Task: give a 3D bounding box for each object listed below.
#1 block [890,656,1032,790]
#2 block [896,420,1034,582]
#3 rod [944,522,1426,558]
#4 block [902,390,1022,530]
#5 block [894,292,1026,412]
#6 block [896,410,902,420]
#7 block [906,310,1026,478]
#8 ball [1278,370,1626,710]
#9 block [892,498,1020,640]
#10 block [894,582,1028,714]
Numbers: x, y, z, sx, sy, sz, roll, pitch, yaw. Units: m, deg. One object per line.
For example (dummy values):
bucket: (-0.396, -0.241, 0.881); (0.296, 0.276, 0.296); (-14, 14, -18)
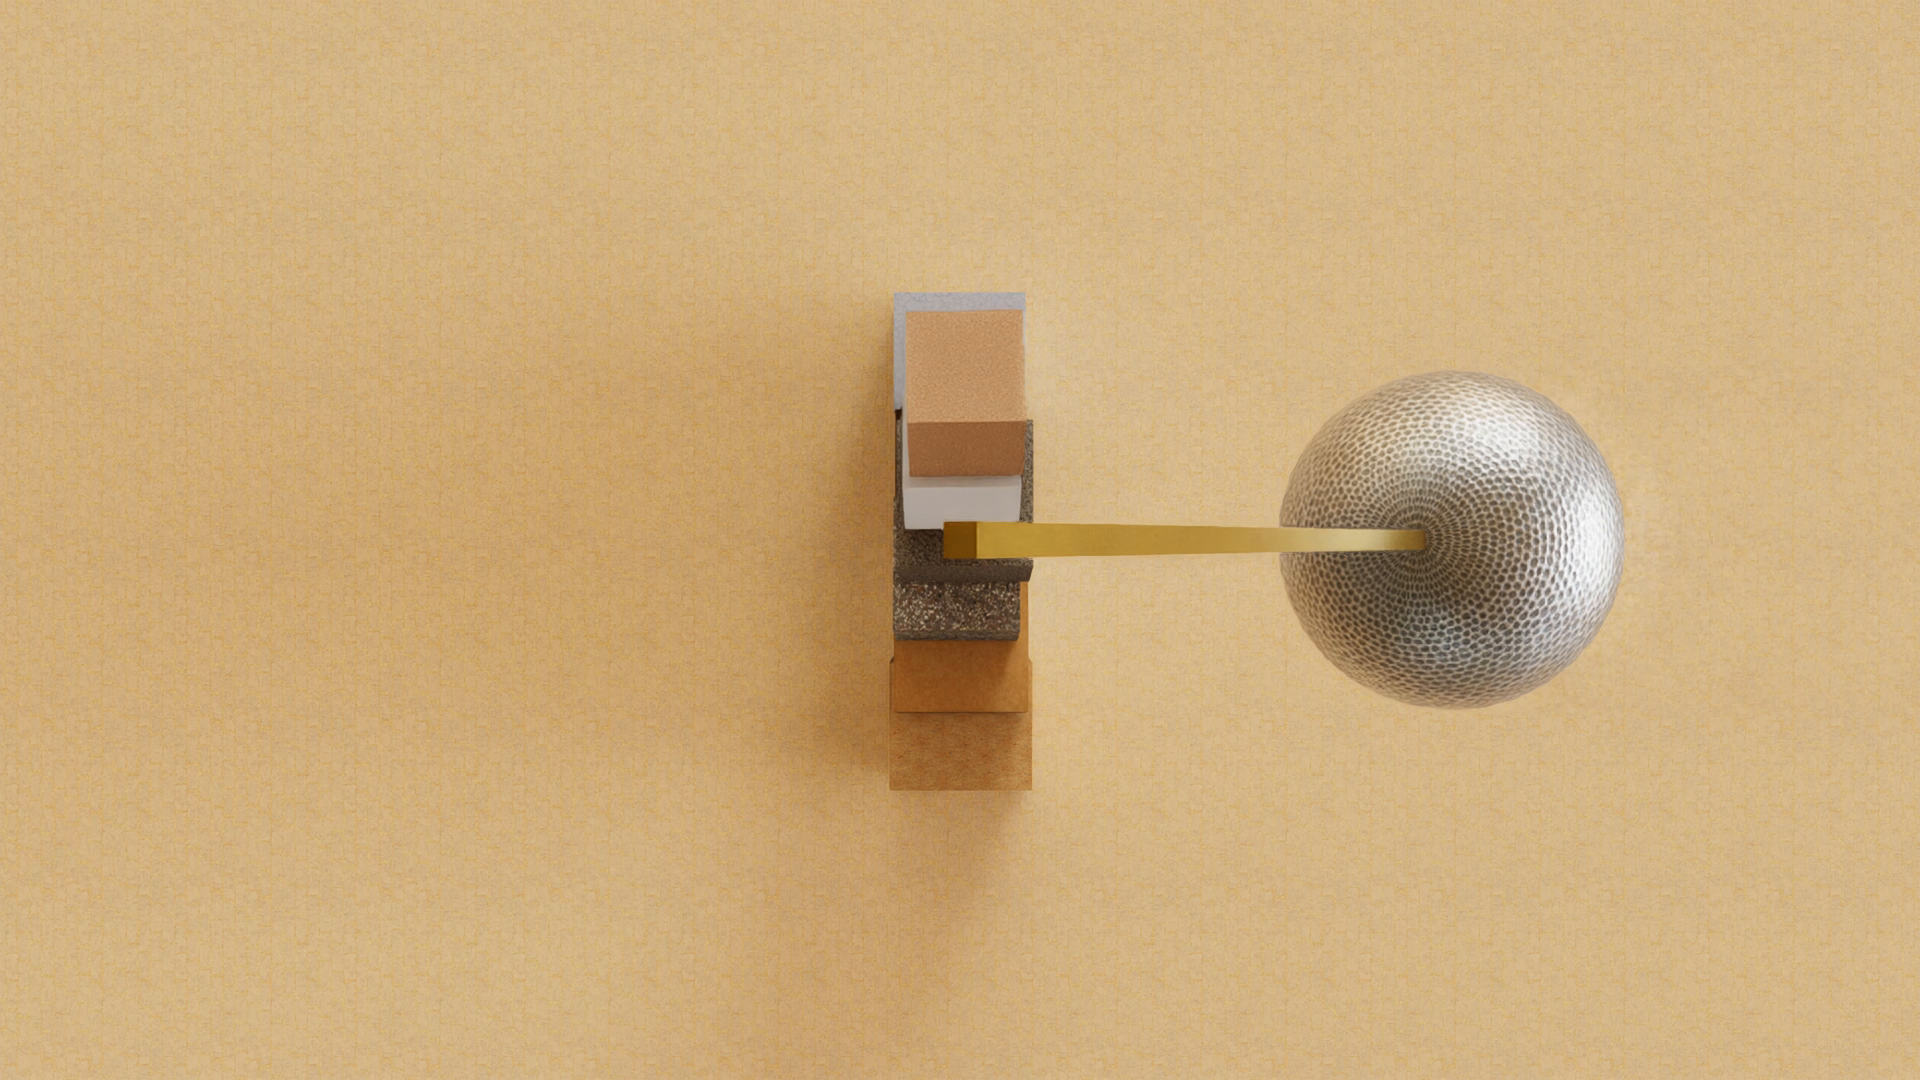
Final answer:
block: (0.004, 1.040, 12.629); (0.796, 0.741, 0.713); (0, 90, 0)
block: (0.023, -0.181, 10.667); (0.644, 0.649, 0.696); (0, 83, 0)
rod: (0.994, 0.000, 7.183); (0.080, 5.200, 0.080); (0, 90, 22)
block: (0.006, -0.370, 10.080); (0.528, 0.440, 0.497); (-1, 65, 0)
block: (-0.002, -1.067, 12.703); (0.744, 0.594, 0.661); (0, 90, 0)
block: (-0.016, -0.369, 12.593); (0.685, 0.813, 0.713); (0, 90, 0)
block: (0.024, -0.640, 9.674); (0.507, 0.523, 0.542); (-1, 65, 0)
ball: (2.295, 0.000, 10.324); (1.600, 1.600, 1.600); (0, 90, 0)
block: (-0.016, 0.158, 11.275); (0.633, 0.643, 0.665); (0, 83, 0)
block: (0.007, 0.578, 11.915); (0.708, 0.704, 0.712); (0, 85, 0)
